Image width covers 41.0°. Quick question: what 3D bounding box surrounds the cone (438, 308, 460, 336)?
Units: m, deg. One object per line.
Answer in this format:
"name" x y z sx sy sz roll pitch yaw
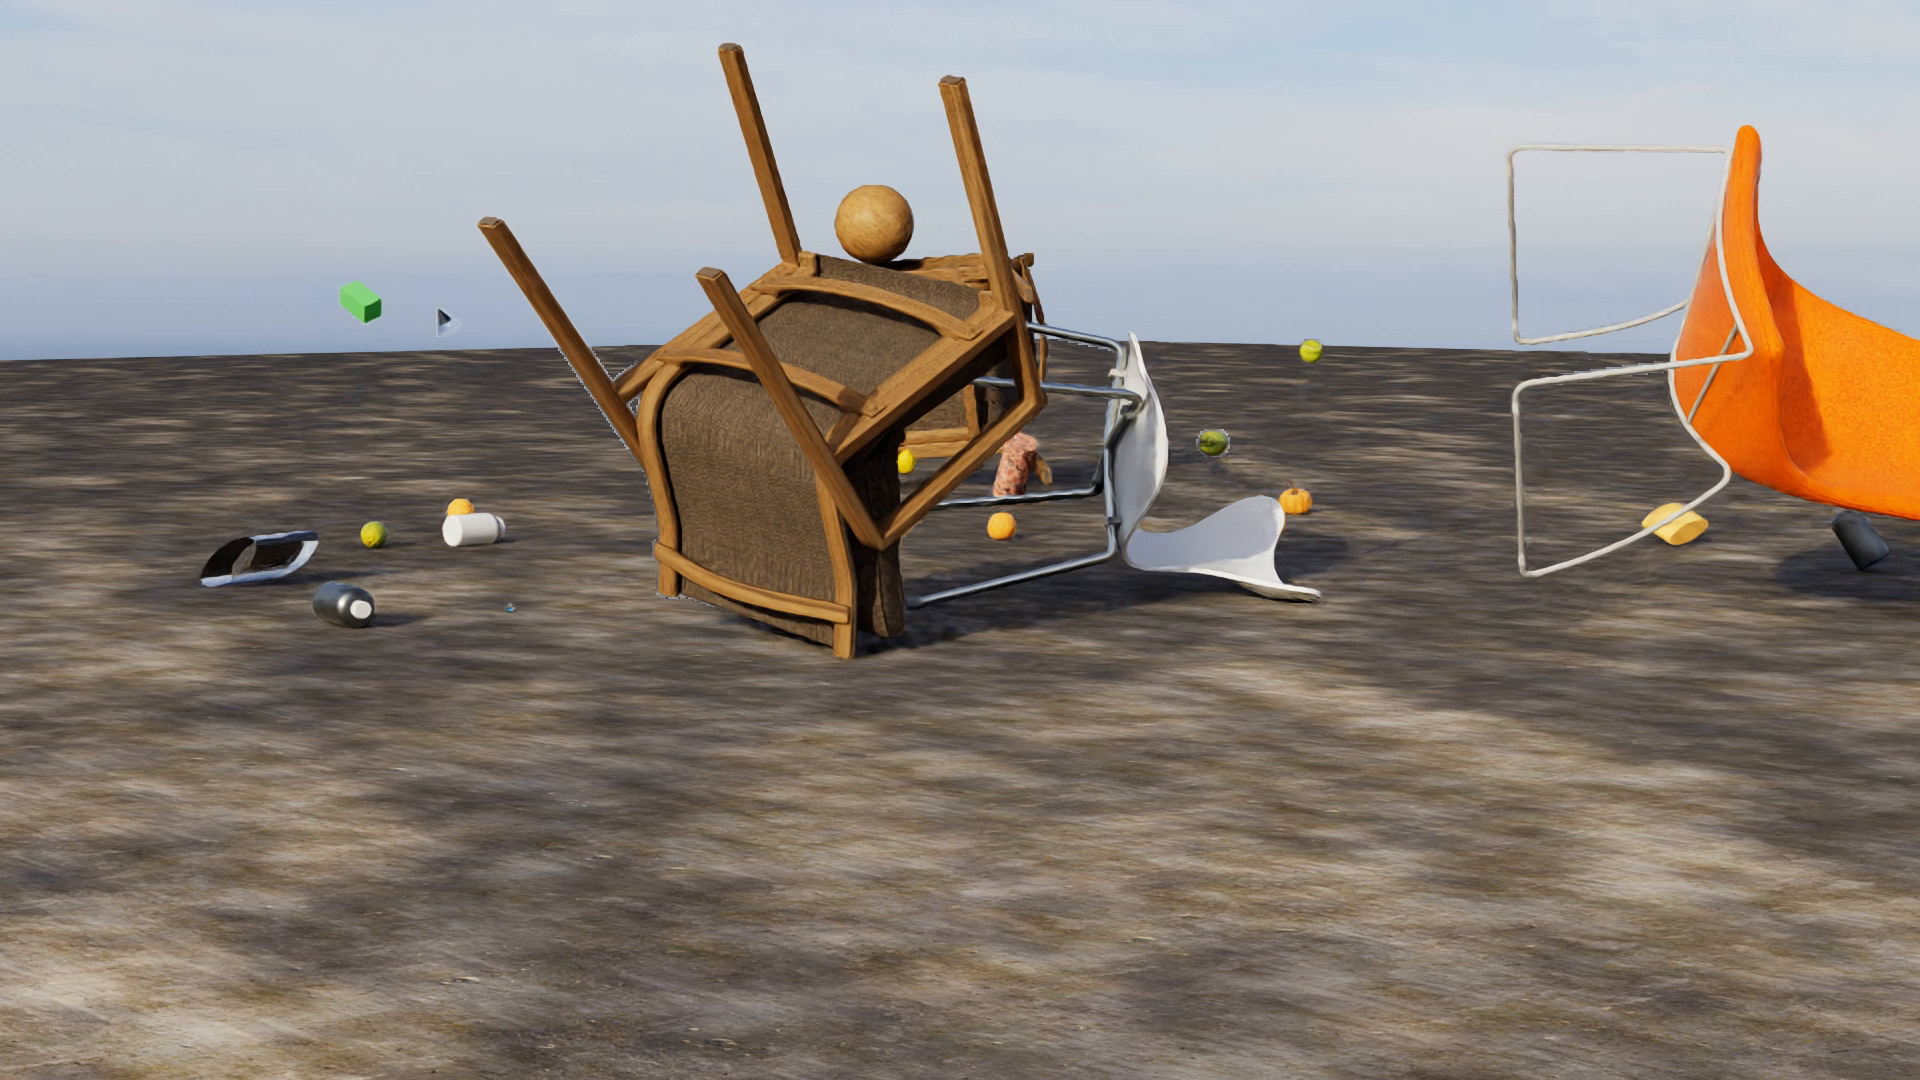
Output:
"cone" -1.483 -0.635 7.372 0.073 0.067 0.096 -31 19 -19

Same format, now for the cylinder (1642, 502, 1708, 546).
"cylinder" 1.757 -0.040 6.302 0.130 0.058 0.092 -21 37 -25

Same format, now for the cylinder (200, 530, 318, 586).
"cylinder" -1.497 0.039 5.485 0.192 0.072 0.176 -30 -11 30

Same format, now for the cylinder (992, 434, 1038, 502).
"cylinder" 0.162 -0.213 7.532 0.088 0.163 0.138 21 28 14

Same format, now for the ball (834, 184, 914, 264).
"ball" -0.260 -0.962 7.814 0.242 0.242 0.242 0 6 0

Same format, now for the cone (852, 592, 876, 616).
"cone" -0.199 0.133 5.005 0.070 0.033 0.057 -50 9 -35

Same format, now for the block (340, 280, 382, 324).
"block" -1.572 -0.625 6.733 0.097 0.058 0.055 37 50 23
